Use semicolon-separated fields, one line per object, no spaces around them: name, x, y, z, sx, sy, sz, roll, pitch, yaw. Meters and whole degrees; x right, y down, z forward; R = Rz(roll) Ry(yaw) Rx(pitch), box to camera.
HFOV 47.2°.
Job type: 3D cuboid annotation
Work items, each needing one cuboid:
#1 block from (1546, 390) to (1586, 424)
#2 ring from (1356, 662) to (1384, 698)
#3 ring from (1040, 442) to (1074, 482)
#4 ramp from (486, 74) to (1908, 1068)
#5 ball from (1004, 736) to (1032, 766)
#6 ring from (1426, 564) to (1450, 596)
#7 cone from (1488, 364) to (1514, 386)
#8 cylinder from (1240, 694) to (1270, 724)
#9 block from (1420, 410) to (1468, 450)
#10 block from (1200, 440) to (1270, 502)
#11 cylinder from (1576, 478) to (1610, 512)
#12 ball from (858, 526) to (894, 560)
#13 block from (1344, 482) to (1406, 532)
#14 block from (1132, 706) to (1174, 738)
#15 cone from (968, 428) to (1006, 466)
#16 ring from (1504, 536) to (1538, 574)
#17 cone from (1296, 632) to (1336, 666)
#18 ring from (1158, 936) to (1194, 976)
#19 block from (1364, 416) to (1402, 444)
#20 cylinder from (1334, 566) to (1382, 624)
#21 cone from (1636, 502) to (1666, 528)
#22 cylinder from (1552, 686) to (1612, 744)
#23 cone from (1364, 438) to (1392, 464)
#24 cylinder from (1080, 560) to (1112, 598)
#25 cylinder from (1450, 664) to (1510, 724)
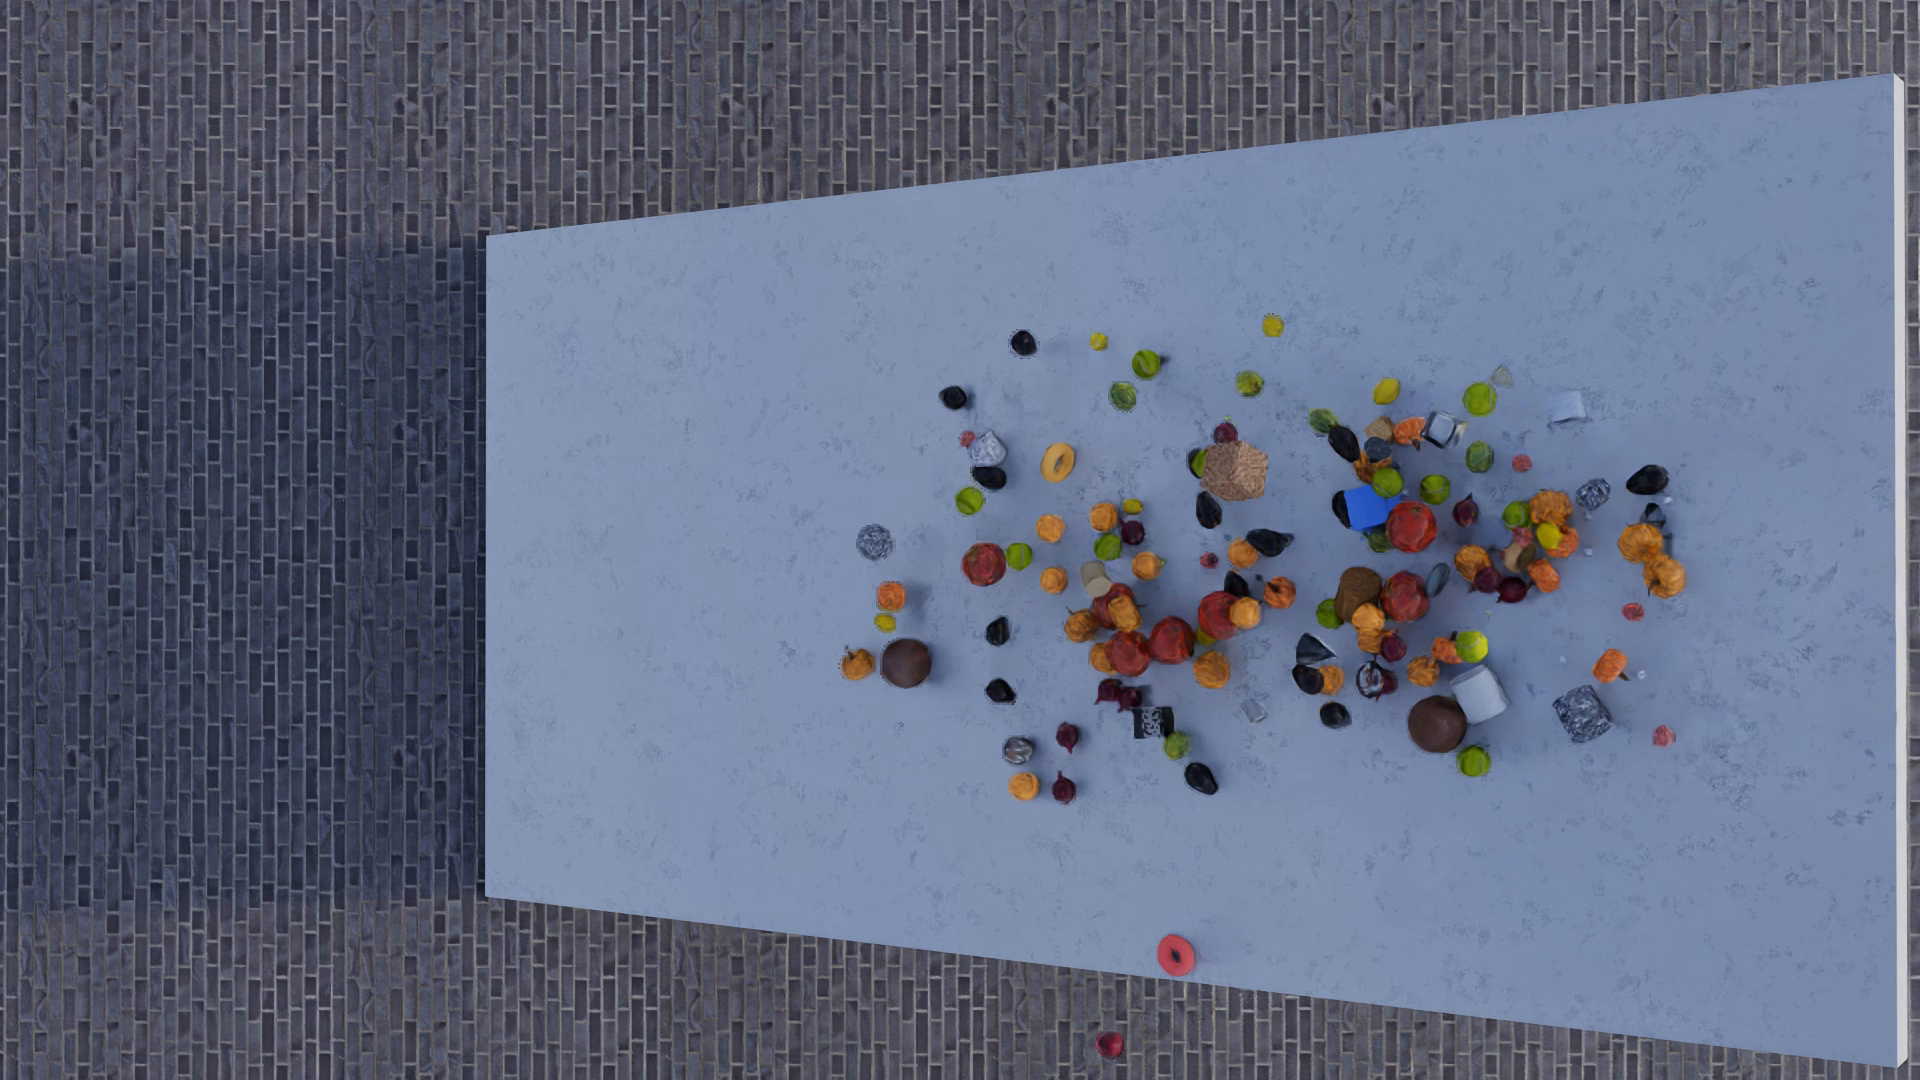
block;1.315;-0.289;4.771;0.058;0.058;0.058;-16;81;33
ring;0.917;0.312;4.918;0.028;0.083;0.083;5;89;-25
ring;0.243;-0.192;5.464;0.035;0.105;0.105;26;89;41
ramp;0.251;0.069;5.581;4.000;0.100;2.000;0;89;34
ball;0.146;0.531;5.544;0.073;0.073;0.073;0;90;0
ring;1.057;0.088;4.866;0.027;0.080;0.080;27;90;27
cone;1.205;-0.354;4.862;0.053;0.053;0.053;38;90;5
cylinder;0.694;0.401;5.188;0.051;0.051;0.051;-31;70;0
block;1.080;-0.247;4.914;0.064;0.064;0.064;37;115;30
block;0.611;-0.152;4.886;0.099;0.099;0.099;25;69;-38
cylinder;1.350;-0.097;4.689;0.055;0.055;0.055;19;121;34
ball;-0.216;0.008;5.662;0.090;0.090;0.090;0;90;0
block;0.943;-0.076;4.999;0.092;0.092;0.092;-17;80;33
block;0.469;0.441;5.327;0.071;0.071;0.071;-6;86;34
cone;0.074;-0.253;5.559;0.096;0.096;0.096;3;53;-5
ring;1.226;0.032;4.809;0.089;0.089;0.030;-53;46;0
cone;0.829;0.259;5.060;0.082;0.082;0.082;11;89;35
ring;0.521;1.004;5.306;0.102;0.034;0.102;8;103;39
block;0.963;-0.245;5.011;0.052;0.052;0.052;-44;67;26
cylinder;0.904;0.127;4.993;0.094;0.094;0.094;1;47;-1
cone;1.462;-0.043;4.689;0.057;0.057;0.057;10;68;-25
cylinder;1.337;0.375;4.722;0.092;0.092;0.092;-23;64;0
cone;0.915;-0.184;4.853;0.061;0.061;0.061;2;57;-3
cylinder;0.325;0.093;5.267;0.063;0.063;0.063;-7;131;-8
cylinder;1.140;0.338;4.827;0.097;0.097;0.097;-29;92;0
